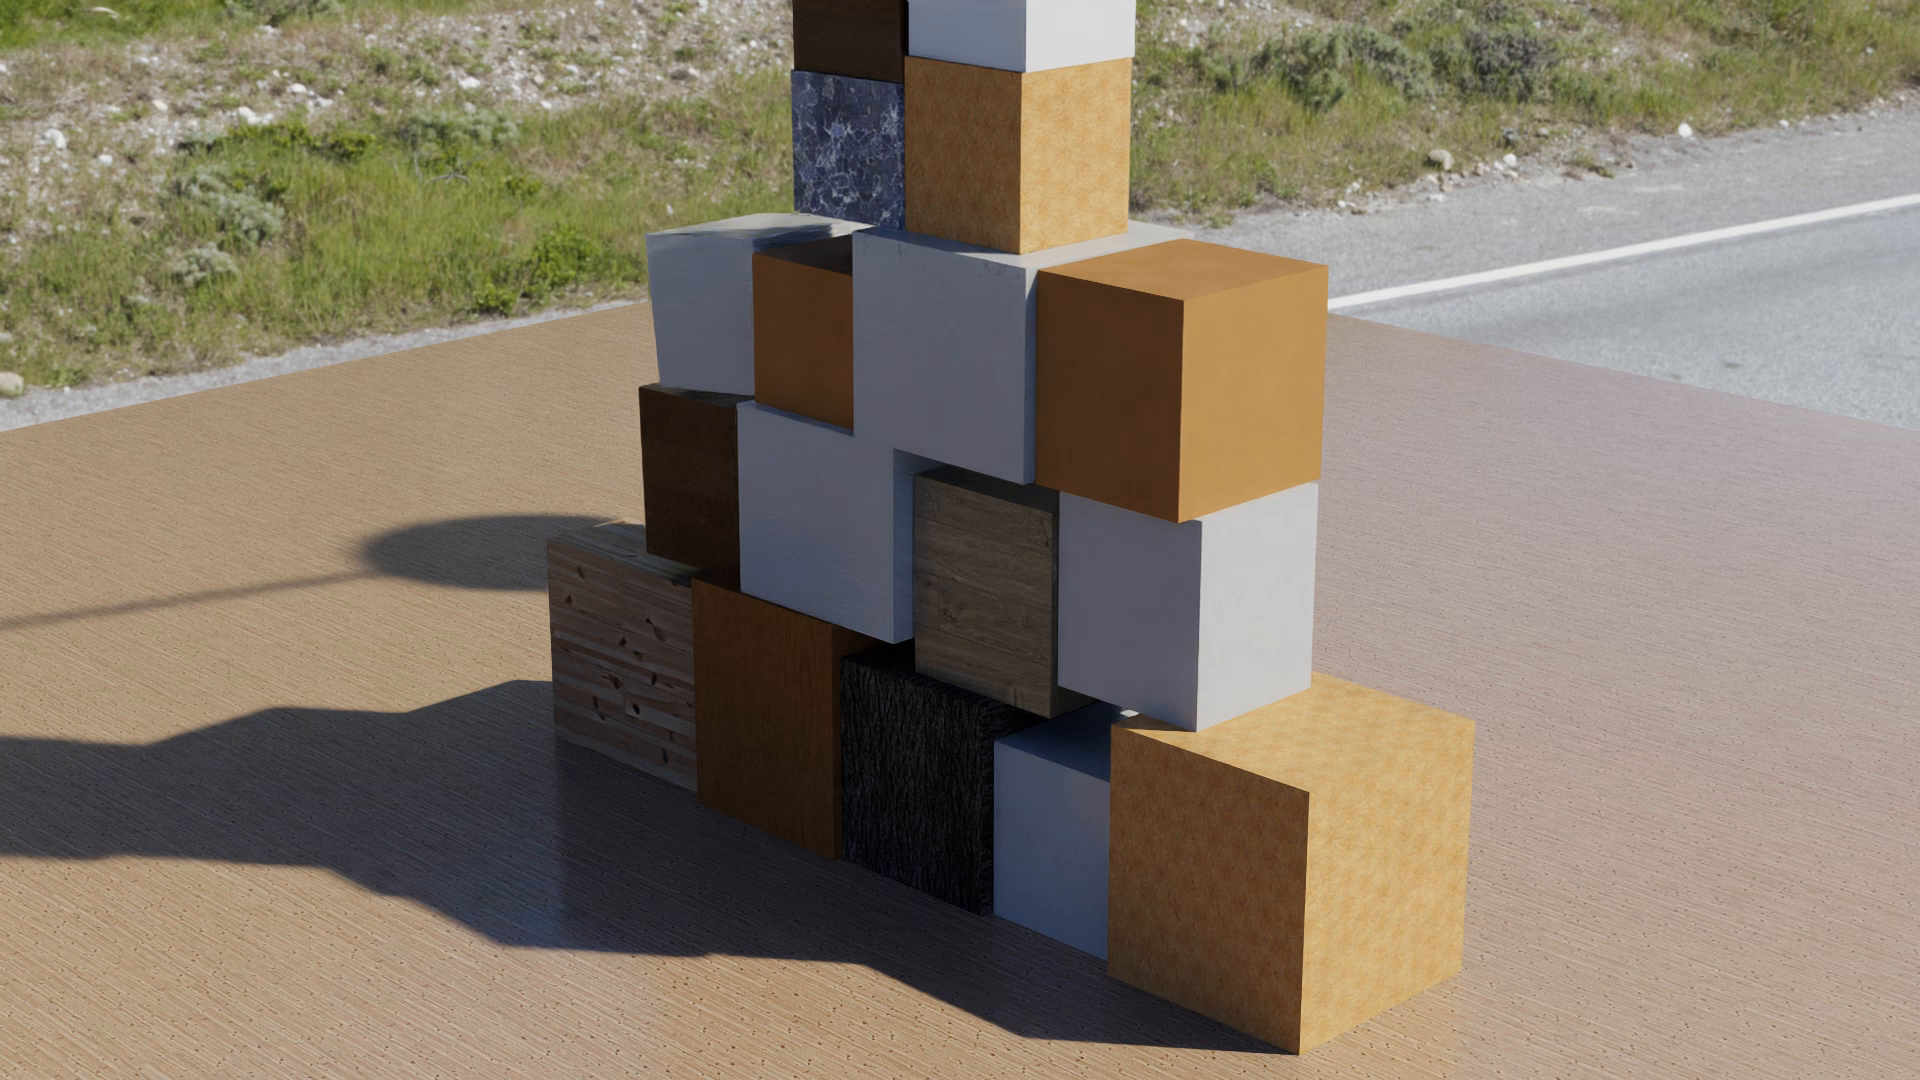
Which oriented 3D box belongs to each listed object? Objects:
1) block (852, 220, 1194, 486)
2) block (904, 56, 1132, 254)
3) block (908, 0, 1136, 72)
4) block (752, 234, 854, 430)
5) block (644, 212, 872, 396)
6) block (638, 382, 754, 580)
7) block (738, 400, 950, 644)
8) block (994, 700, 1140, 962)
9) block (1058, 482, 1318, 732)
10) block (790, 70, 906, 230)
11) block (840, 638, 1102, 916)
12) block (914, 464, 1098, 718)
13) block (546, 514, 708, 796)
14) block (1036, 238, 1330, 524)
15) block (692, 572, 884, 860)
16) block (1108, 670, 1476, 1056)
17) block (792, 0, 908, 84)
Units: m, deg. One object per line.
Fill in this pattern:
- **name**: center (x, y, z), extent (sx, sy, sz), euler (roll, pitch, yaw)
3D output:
- **block**: center (0.271, -0.892, 12.785), extent (1.048, 0.921, 1.035), euler (-17, 24, -42)
- **block**: center (0.245, -1.692, 12.538), extent (0.672, 0.751, 0.688), euler (-17, 24, -42)
- **block**: center (0.263, -2.373, 12.332), extent (0.666, 0.671, 0.686), euler (-17, 24, -42)
- **block**: center (-0.372, -0.978, 13.411), extent (0.874, 0.698, 0.733), euler (-17, 24, -42)
- **block**: center (-0.928, -1.133, 13.975), extent (0.747, 0.735, 0.785), euler (-17, 18, -42)
- **block**: center (-0.948, -0.355, 14.238), extent (0.874, 0.834, 0.797), euler (-17, 22, -42)
- **block**: center (-0.298, -0.189, 13.577), extent (1.018, 0.906, 1.034), euler (-17, 24, -42)
- **block**: center (0.726, 1.258, 12.965), extent (0.872, 0.825, 0.763), euler (-17, 24, -42)
- **block**: center (0.959, 0.195, 12.411), extent (0.783, 0.906, 0.747), euler (17, 24, 42)
- **block**: center (-0.250, -1.780, 13.025), extent (0.720, 0.629, 0.674), euler (-17, 23, -42)
- **block**: center (0.124, 1.000, 13.506), extent (0.986, 0.994, 0.908), euler (-17, 24, -42)
- **block**: center (0.382, 0.154, 13.006), extent (0.817, 0.921, 0.831), euler (-17, 24, -42)
- **block**: center (-1.312, 0.524, 14.898), extent (0.997, 1.068, 1.202), euler (-17, 24, -42)
- **block**: center (0.917, -0.682, 12.170), extent (0.792, 0.913, 0.912), euler (17, 24, 42)
- **block**: center (-0.528, 0.714, 14.147), extent (1.134, 1.156, 0.980), euler (-17, 24, -42)
- **block**: center (1.382, 1.299, 12.312), extent (1.098, 1.139, 1.042), euler (-17, 24, -42)
- **block**: center (-0.241, -2.440, 12.842), extent (0.718, 0.741, 0.681), euler (-17, 23, -42)
